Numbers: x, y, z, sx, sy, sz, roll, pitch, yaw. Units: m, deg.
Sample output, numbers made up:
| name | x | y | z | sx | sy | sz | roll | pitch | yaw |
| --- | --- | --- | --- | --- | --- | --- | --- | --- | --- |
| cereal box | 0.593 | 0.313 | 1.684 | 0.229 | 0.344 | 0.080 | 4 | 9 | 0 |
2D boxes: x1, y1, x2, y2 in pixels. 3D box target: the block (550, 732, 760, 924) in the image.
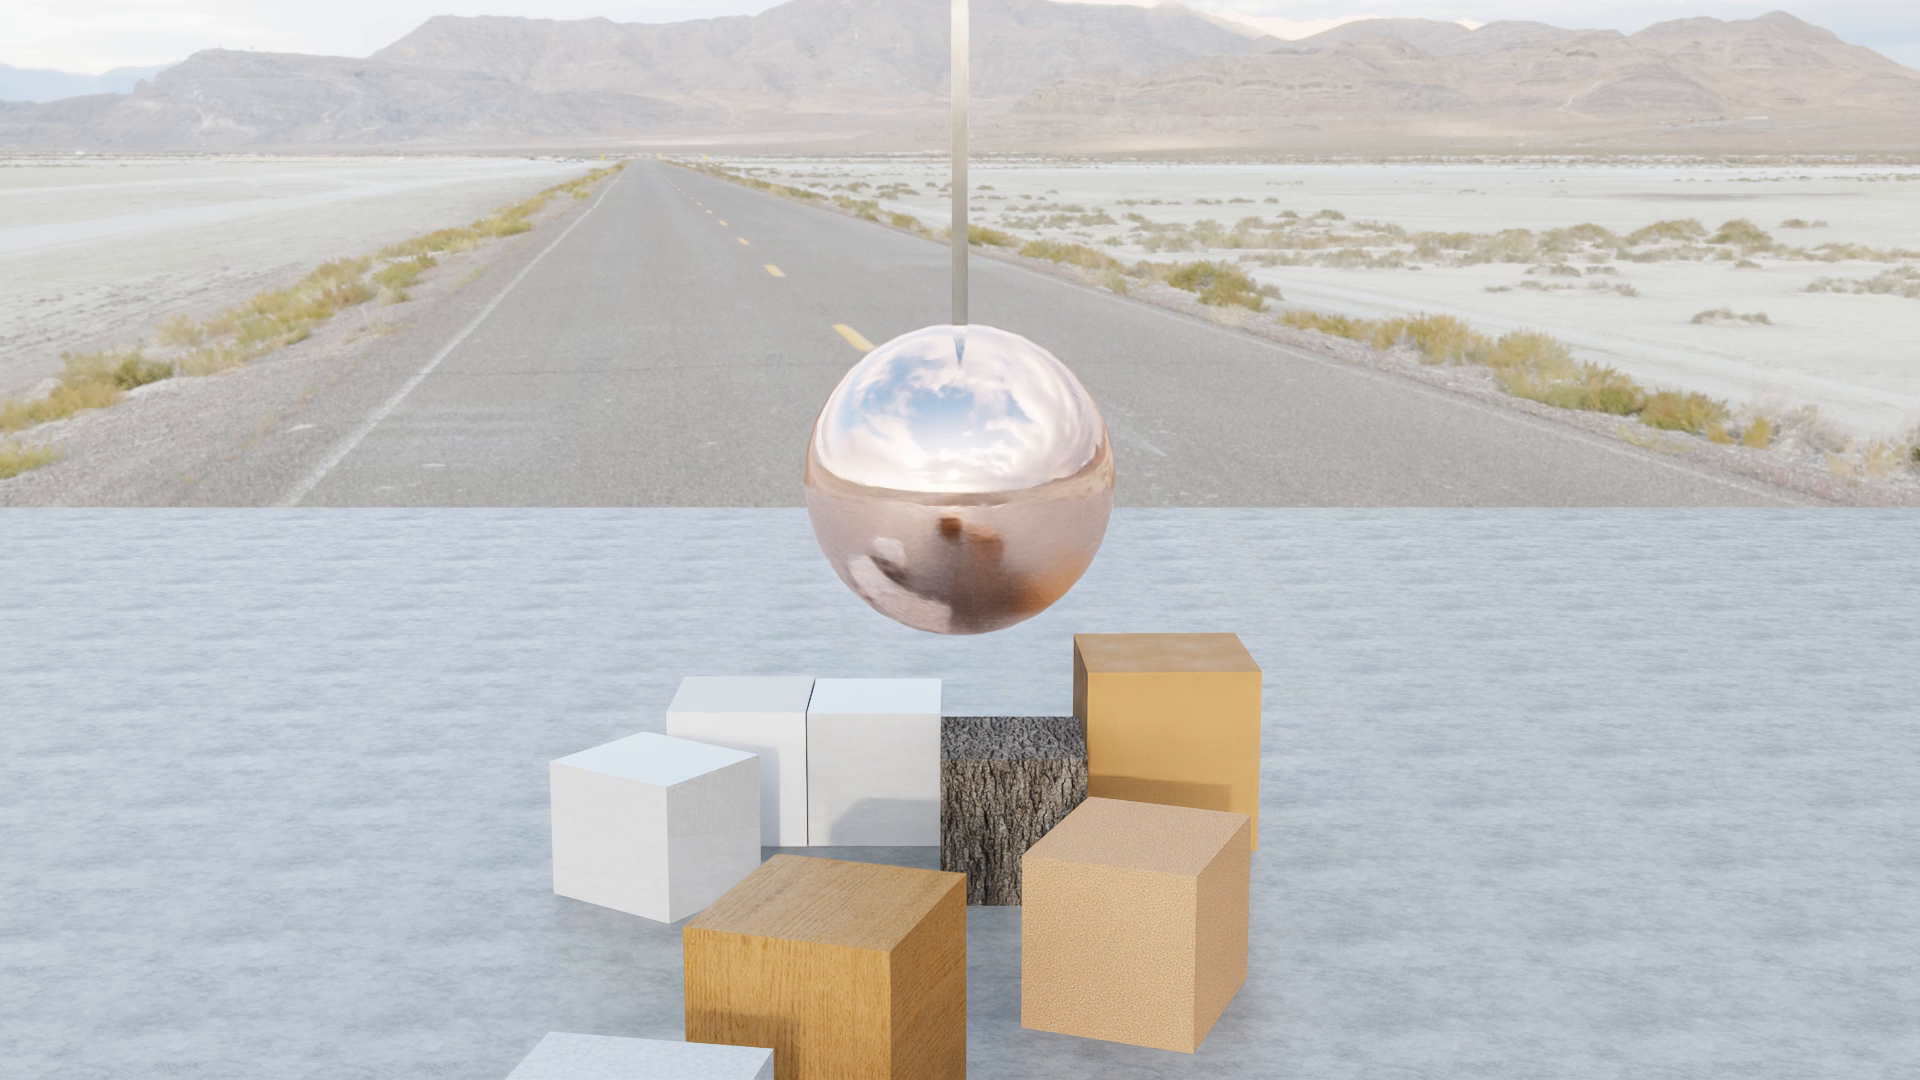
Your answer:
| name | x | y | z | sx | sy | sz | roll | pitch | yaw |
| --- | --- | --- | --- | --- | --- | --- | --- | --- | --- |
| block | -1.434 | 1.341 | 10.391 | 0.730 | 0.644 | 0.648 | 7 | 12 | 34 |

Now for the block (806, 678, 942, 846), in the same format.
| name | x | y | z | sx | sy | sz | roll | pitch | yaw |
| --- | --- | --- | --- | --- | --- | --- | --- | --- | --- |
| block | -0.429 | 1.139 | 11.379 | 0.664 | 0.688 | 0.720 | 0 | 10 | 0 |

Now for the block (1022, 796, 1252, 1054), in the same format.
| name | x | y | z | sx | sy | sz | roll | pitch | yaw |
| --- | --- | --- | --- | --- | --- | --- | --- | --- | --- |
| block | 0.732 | 1.552 | 9.013 | 0.712 | 0.721 | 0.849 | 4 | 11 | 21 |

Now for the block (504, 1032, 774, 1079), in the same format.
| name | x | y | z | sx | sy | sz | roll | pitch | yaw |
| --- | --- | --- | --- | --- | --- | --- | --- | --- | --- |
| block | -1.012 | 1.990 | 6.626 | 0.736 | 0.714 | 0.741 | 2 | 10 | 11 |

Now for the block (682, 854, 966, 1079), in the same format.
| name | x | y | z | sx | sy | sz | roll | pitch | yaw |
| --- | --- | --- | --- | --- | --- | --- | --- | --- | --- |
| block | -0.458 | 1.693 | 7.807 | 0.746 | 0.875 | 0.821 | 3 | 11 | 18 |

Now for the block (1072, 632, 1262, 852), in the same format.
| name | x | y | z | sx | sy | sz | roll | pitch | yaw |
| --- | --- | --- | --- | --- | --- | --- | --- | --- | --- |
| block | 1.046 | 1.027 | 11.339 | 0.861 | 0.923 | 0.874 | 0 | 10 | -2 |

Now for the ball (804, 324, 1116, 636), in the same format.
| name | x | y | z | sx | sy | sz | roll | pitch | yaw |
| --- | --- | --- | --- | --- | --- | --- | --- | --- | --- |
| ball | 0.000 | -0.309 | 11.291 | 1.600 | 1.600 | 1.600 | 0 | 10 | 0 |

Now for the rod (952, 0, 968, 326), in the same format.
| name | x | y | z | sx | sy | sz | roll | pitch | yaw |
| --- | --- | --- | --- | --- | --- | --- | --- | --- | --- |
| rod | 0.000 | -3.637 | 10.591 | 0.080 | 5.200 | 0.080 | 0 | 12 | 0 |

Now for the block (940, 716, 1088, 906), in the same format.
| name | x | y | z | sx | sy | sz | roll | pitch | yaw |
| --- | --- | --- | --- | --- | --- | --- | --- | --- | --- |
| block | 0.246 | 1.285 | 10.534 | 0.677 | 0.703 | 0.769 | 0 | 10 | 0 |

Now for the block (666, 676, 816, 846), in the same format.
| name | x | y | z | sx | sy | sz | roll | pitch | yaw |
| --- | --- | --- | --- | --- | --- | --- | --- | --- | --- |
| block | -1.117 | 1.134 | 11.389 | 0.693 | 0.694 | 0.756 | 0 | 10 | 0 |
